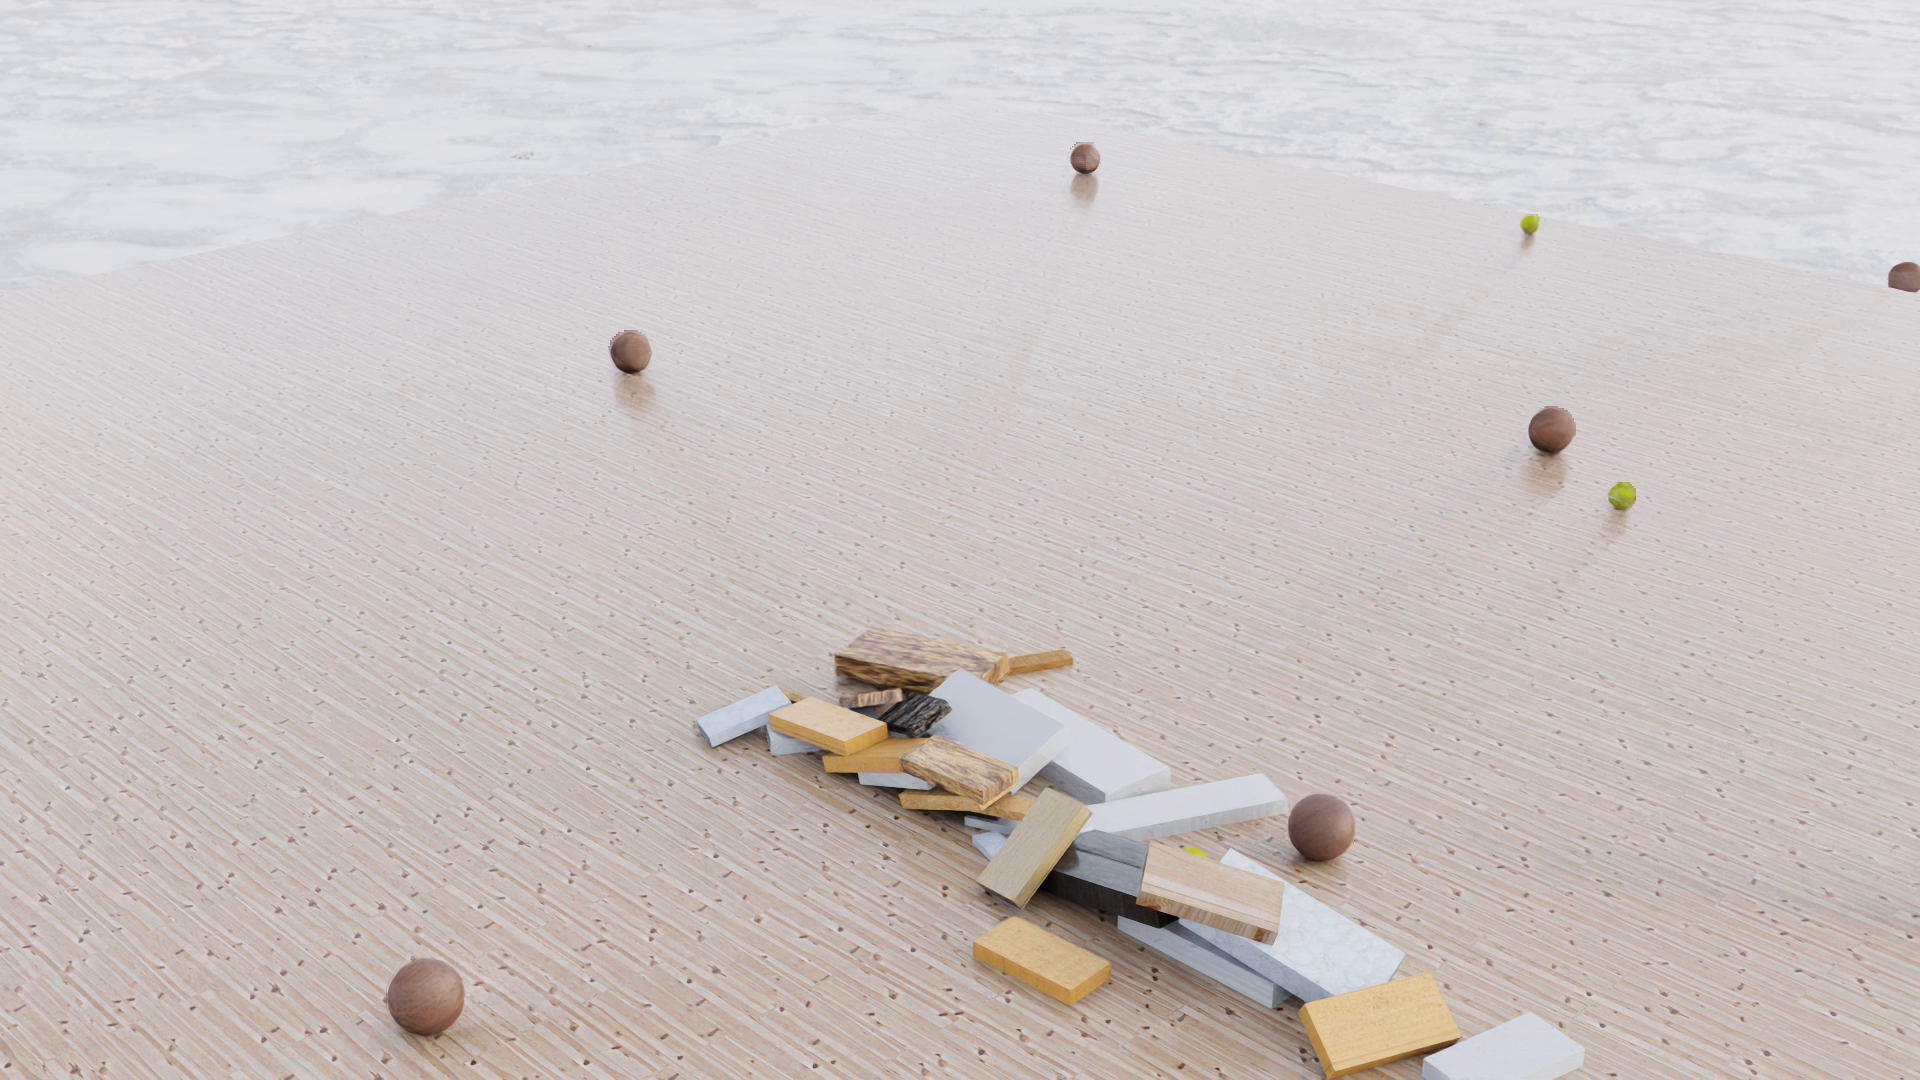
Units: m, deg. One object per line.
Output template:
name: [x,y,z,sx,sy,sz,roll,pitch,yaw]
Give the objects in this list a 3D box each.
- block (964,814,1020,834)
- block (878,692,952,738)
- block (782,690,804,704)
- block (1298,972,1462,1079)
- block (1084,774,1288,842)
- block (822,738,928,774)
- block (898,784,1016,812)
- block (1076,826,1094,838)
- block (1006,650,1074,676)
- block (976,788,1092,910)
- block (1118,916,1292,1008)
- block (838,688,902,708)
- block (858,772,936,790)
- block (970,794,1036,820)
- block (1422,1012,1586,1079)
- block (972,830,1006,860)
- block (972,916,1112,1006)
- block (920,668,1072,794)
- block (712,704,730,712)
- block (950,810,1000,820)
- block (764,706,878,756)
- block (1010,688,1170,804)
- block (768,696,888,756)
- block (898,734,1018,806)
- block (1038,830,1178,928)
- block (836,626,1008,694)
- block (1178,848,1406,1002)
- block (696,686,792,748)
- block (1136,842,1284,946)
block: [0.080,0.562,4.413,0.126,0.018,0.063,10,25,22]
block: [-0.097,0.370,4.667,0.096,0.027,0.193,-38,15,-18]
block: [-0.342,0.360,4.850,0.111,0.016,0.055,18,-13,36]
block: [0.708,0.818,3.711,0.248,0.035,0.124,-9,57,-21]
block: [0.402,0.552,4.419,0.514,0.032,0.114,-8,24,-18]
block: [-0.157,0.447,4.561,0.241,0.034,0.121,-5,12,43]
block: [-0.006,0.505,4.429,0.220,0.031,0.110,-5,18,44]
block: [0.211,0.596,4.286,0.107,0.054,0.015,-9,19,-19]
block: [0.071,0.296,5.040,0.386,0.016,0.055,-8,22,-18]
block: [0.141,0.583,4.166,0.114,0.032,0.228,19,65,51]
block: [0.481,0.720,3.999,0.179,0.051,0.358,-21,31,-40]
block: [-0.197,0.345,4.806,0.096,0.027,0.193,-7,-3,-16]
block: [-0.098,0.474,4.515,0.110,0.031,0.221,-20,11,-40]
block: [0.089,0.529,4.380,0.126,0.018,0.063,7,24,30]
block: [0.906,0.870,3.665,0.248,0.035,0.124,-14,27,-29]
block: [0.072,0.606,4.314,0.054,0.015,0.107,-11,25,-24]
block: [0.146,0.753,3.945,0.228,0.032,0.114,19,30,38]
block: [0.054,0.402,4.661,0.175,0.050,0.350,-40,39,-22]
block: [-0.491,0.383,4.838,0.111,0.016,0.055,2,23,5]
block: [0.036,0.533,4.433,0.126,0.018,0.063,8,24,31]
block: [-0.296,0.410,4.751,0.241,0.034,0.121,-5,23,-11]
block: [0.225,0.441,4.657,0.175,0.050,0.458,-16,28,-34]
block: [-0.280,0.394,4.667,0.241,0.034,0.121,14,25,43]
block: [-0.003,0.456,4.379,0.221,0.031,0.110,18,32,37]
block: [0.309,0.628,4.104,0.179,0.051,0.358,-19,17,-35]
block: [-0.087,0.281,4.992,0.350,0.050,0.175,10,24,24]
block: [0.584,0.701,3.873,0.358,0.051,0.179,30,40,18]
block: [-0.467,0.381,4.765,0.193,0.027,0.096,-23,26,-16]
block: [0.440,0.619,3.856,0.248,0.035,0.124,17,38,2]
